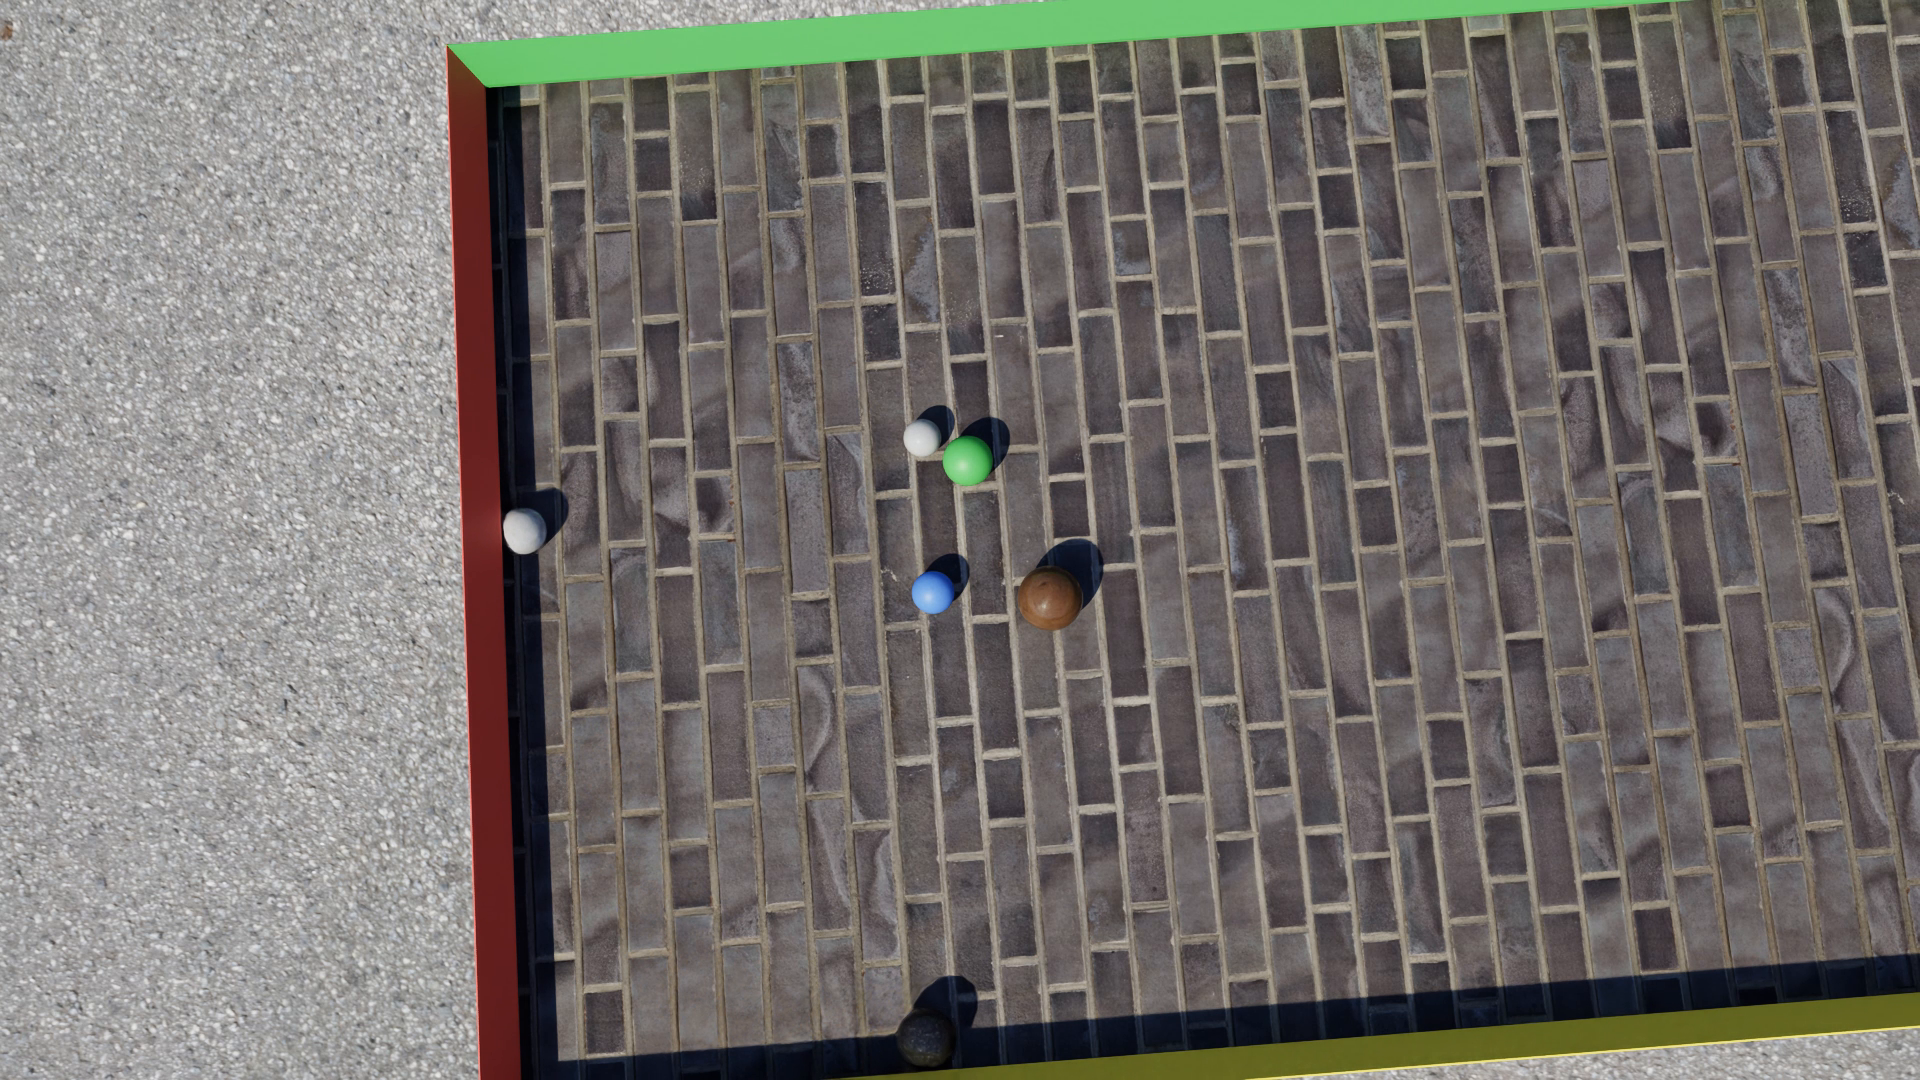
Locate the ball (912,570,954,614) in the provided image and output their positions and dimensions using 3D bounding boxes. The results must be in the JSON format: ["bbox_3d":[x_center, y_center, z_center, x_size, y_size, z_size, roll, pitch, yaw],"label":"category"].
[{"bbox_3d":[-0.040,0.078,3.289,0.065,0.065,0.065,0,78,0],"label":"ball"}]

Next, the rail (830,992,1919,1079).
[{"bbox_3d":[0.786,0.712,3.125,2.907,0.128,0.045,-4,78,-1],"label":"rail"}]

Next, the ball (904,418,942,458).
[{"bbox_3d":[-0.057,-0.155,3.340,0.058,0.058,0.058,0,78,0],"label":"ball"}]

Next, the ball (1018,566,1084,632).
[{"bbox_3d":[0.134,0.086,3.270,0.098,0.098,0.098,0,78,0],"label":"ball"}]

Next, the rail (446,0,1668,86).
[{"bbox_3d":[0.663,-0.833,3.444,2.907,0.128,0.045,-4,78,-1],"label":"rail"}]

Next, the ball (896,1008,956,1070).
[{"bbox_3d":[-0.048,0.714,3.146,0.087,0.087,0.087,0,78,0],"label":"ball"}]

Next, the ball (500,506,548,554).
[{"bbox_3d":[-0.657,-0.014,3.304,0.072,0.072,0.072,0,78,0],"label":"ball"}]

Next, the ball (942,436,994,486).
[{"bbox_3d":[0.012,-0.120,3.324,0.077,0.077,0.077,0,78,0],"label":"ball"}]

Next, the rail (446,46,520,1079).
[{"bbox_3d":[-0.701,0.048,3.262,0.045,0.128,1.629,-4,78,-1],"label":"rail"}]
